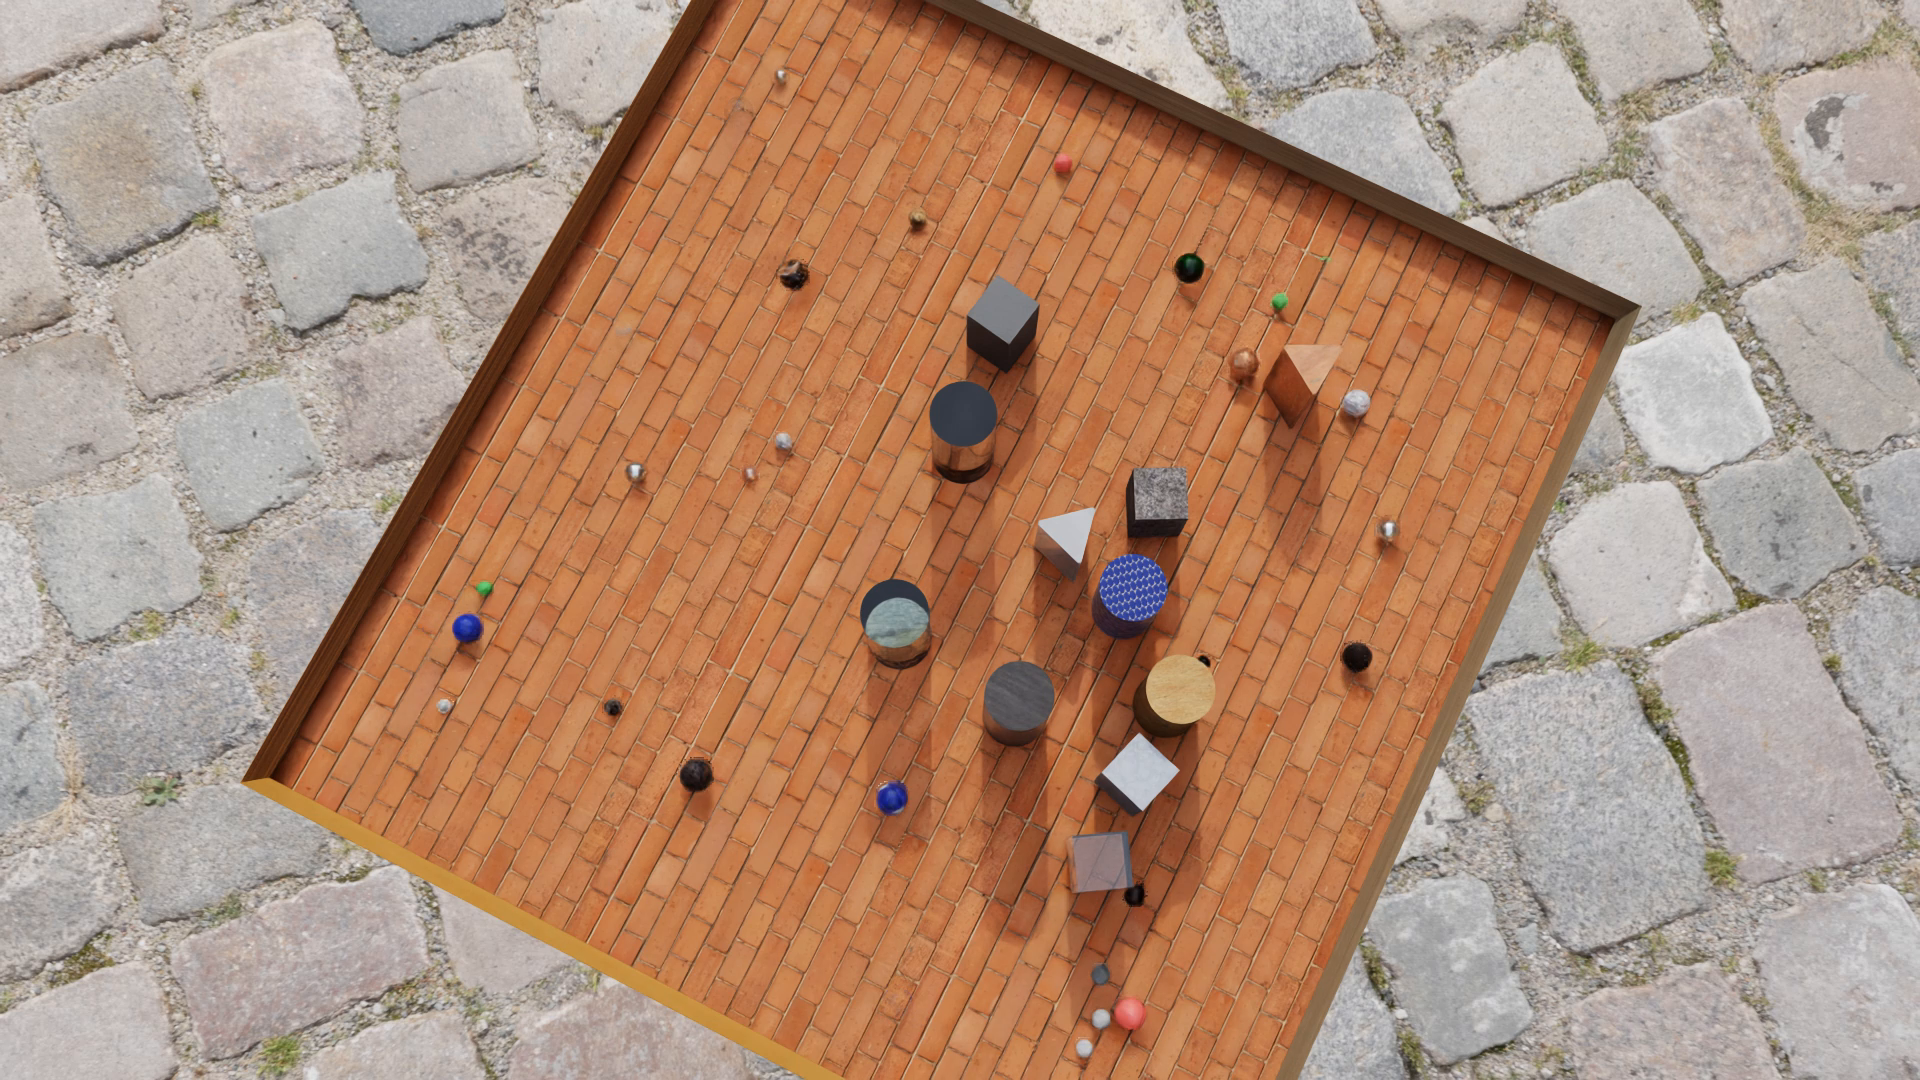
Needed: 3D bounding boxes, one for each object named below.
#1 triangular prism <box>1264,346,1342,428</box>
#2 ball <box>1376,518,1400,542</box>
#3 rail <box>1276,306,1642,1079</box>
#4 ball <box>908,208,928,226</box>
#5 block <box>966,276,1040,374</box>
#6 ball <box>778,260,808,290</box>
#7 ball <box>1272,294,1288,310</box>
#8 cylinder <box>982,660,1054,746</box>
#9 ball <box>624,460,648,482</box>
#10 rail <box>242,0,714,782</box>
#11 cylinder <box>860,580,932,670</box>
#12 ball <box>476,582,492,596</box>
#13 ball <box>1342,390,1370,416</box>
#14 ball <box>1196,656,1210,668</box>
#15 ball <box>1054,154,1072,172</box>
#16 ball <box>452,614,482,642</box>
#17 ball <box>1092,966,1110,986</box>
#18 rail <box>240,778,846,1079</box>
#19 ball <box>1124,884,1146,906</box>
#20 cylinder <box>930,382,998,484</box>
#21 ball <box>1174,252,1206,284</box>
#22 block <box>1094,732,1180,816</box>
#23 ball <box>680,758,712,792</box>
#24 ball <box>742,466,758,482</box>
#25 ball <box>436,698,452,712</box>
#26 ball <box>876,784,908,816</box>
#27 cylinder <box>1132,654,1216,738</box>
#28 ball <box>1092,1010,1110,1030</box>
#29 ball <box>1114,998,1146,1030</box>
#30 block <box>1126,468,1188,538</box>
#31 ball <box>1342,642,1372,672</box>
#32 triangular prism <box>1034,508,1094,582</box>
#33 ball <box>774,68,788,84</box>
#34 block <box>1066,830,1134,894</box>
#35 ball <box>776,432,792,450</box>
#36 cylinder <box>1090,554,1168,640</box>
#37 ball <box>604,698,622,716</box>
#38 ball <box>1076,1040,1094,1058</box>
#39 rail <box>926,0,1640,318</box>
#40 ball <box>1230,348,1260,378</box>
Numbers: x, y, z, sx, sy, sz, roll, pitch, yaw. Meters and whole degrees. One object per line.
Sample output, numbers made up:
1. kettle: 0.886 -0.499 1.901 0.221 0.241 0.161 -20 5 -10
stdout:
1. triangular prism: 1.008 -0.491 5.523 0.146 0.382 0.168 30 80 6
2. ball: 1.305 -0.031 5.586 0.072 0.072 0.072 0 78 0
3. rail: 1.367 0.676 5.411 0.045 0.126 3.183 26 80 5
4. ball: -0.133 -1.021 5.798 0.059 0.059 0.059 0 78 0
5. block: 0.129 -0.656 5.599 0.156 0.301 0.156 36 81 7
6. ball: -0.521 -0.831 5.741 0.093 0.093 0.093 0 78 0
7. ball: 1.004 -0.747 5.745 0.052 0.052 0.052 0 78 0
8. cylinder: 0.164 0.477 5.279 0.195 0.468 0.195 0 78 0
9. ball: -0.994 -0.210 5.625 0.069 0.069 0.069 0 78 0
10. rail: -1.367 -0.662 5.688 0.045 0.126 3.183 26 80 5
11. cylinder: -0.182 0.250 5.333 0.195 0.453 0.195 0 78 0
12. ball: -1.445 0.147 5.563 0.044 0.044 0.044 0 78 0
13. ball: 1.225 -0.423 5.661 0.084 0.084 0.084 0 78 0
14. ball: 0.731 0.371 5.516 0.046 0.046 0.046 0 78 0
15. ball: 0.329 -1.201 5.835 0.058 0.058 0.058 0 78 0
16. ball: -1.484 0.266 5.517 0.088 0.088 0.088 0 78 0
17. ball: 0.409 1.265 5.326 0.057 0.057 0.057 0 78 0
18. rail: -0.701 1.380 5.265 3.103 0.126 0.045 26 80 5
19. ball: 0.511 1.038 5.366 0.064 0.064 0.064 0 78 0
20. cylinder: 0.010 -0.314 5.451 0.195 0.452 0.195 0 78 0
21. ball: 0.720 -0.852 5.744 0.095 0.095 0.095 0 78 0
22. block: 0.509 0.684 5.312 0.156 0.318 0.156 43 81 8
23. ball: -0.782 0.697 5.423 0.097 0.097 0.097 0 78 0
24. ball: -0.645 -0.203 5.635 0.047 0.047 0.047 0 78 0
25. ball: -1.546 0.497 5.492 0.043 0.043 0.043 0 78 0
26. ball: -0.200 0.765 5.410 0.095 0.095 0.095 0 78 0
27. cylinder: 0.617 0.458 5.316 0.195 0.403 0.195 0 78 0
28. ball: 0.408 1.386 5.301 0.056 0.056 0.056 0 78 0
29. ball: 0.492 1.367 5.287 0.092 0.092 0.092 0 78 0
30. block: 0.590 -0.111 5.508 0.156 0.259 0.156 -1 78 0
31. ball: 1.193 0.350 5.499 0.088 0.088 0.088 0 78 0
32. triangular prism: 0.338 -0.011 5.462 0.146 0.308 0.168 -44 82 -8
33. ball: -0.576 -1.494 5.903 0.045 0.045 0.045 0 78 0
34. block: 0.399 0.928 5.266 0.156 0.310 0.156 -5 78 -1
35. ball: -0.545 -0.305 5.653 0.052 0.052 0.052 0 78 0
36. cylinder: 0.495 0.171 5.403 0.195 0.348 0.195 0 78 0
37. ball: -1.039 0.500 5.487 0.051 0.051 0.051 0 78 0
38. ball: 0.359 1.468 5.286 0.053 0.053 0.053 0 78 0
39. rail: 0.701 -1.366 5.834 3.103 0.126 0.045 26 80 5
40. ball: 0.882 -0.548 5.682 0.093 0.093 0.093 0 78 0
